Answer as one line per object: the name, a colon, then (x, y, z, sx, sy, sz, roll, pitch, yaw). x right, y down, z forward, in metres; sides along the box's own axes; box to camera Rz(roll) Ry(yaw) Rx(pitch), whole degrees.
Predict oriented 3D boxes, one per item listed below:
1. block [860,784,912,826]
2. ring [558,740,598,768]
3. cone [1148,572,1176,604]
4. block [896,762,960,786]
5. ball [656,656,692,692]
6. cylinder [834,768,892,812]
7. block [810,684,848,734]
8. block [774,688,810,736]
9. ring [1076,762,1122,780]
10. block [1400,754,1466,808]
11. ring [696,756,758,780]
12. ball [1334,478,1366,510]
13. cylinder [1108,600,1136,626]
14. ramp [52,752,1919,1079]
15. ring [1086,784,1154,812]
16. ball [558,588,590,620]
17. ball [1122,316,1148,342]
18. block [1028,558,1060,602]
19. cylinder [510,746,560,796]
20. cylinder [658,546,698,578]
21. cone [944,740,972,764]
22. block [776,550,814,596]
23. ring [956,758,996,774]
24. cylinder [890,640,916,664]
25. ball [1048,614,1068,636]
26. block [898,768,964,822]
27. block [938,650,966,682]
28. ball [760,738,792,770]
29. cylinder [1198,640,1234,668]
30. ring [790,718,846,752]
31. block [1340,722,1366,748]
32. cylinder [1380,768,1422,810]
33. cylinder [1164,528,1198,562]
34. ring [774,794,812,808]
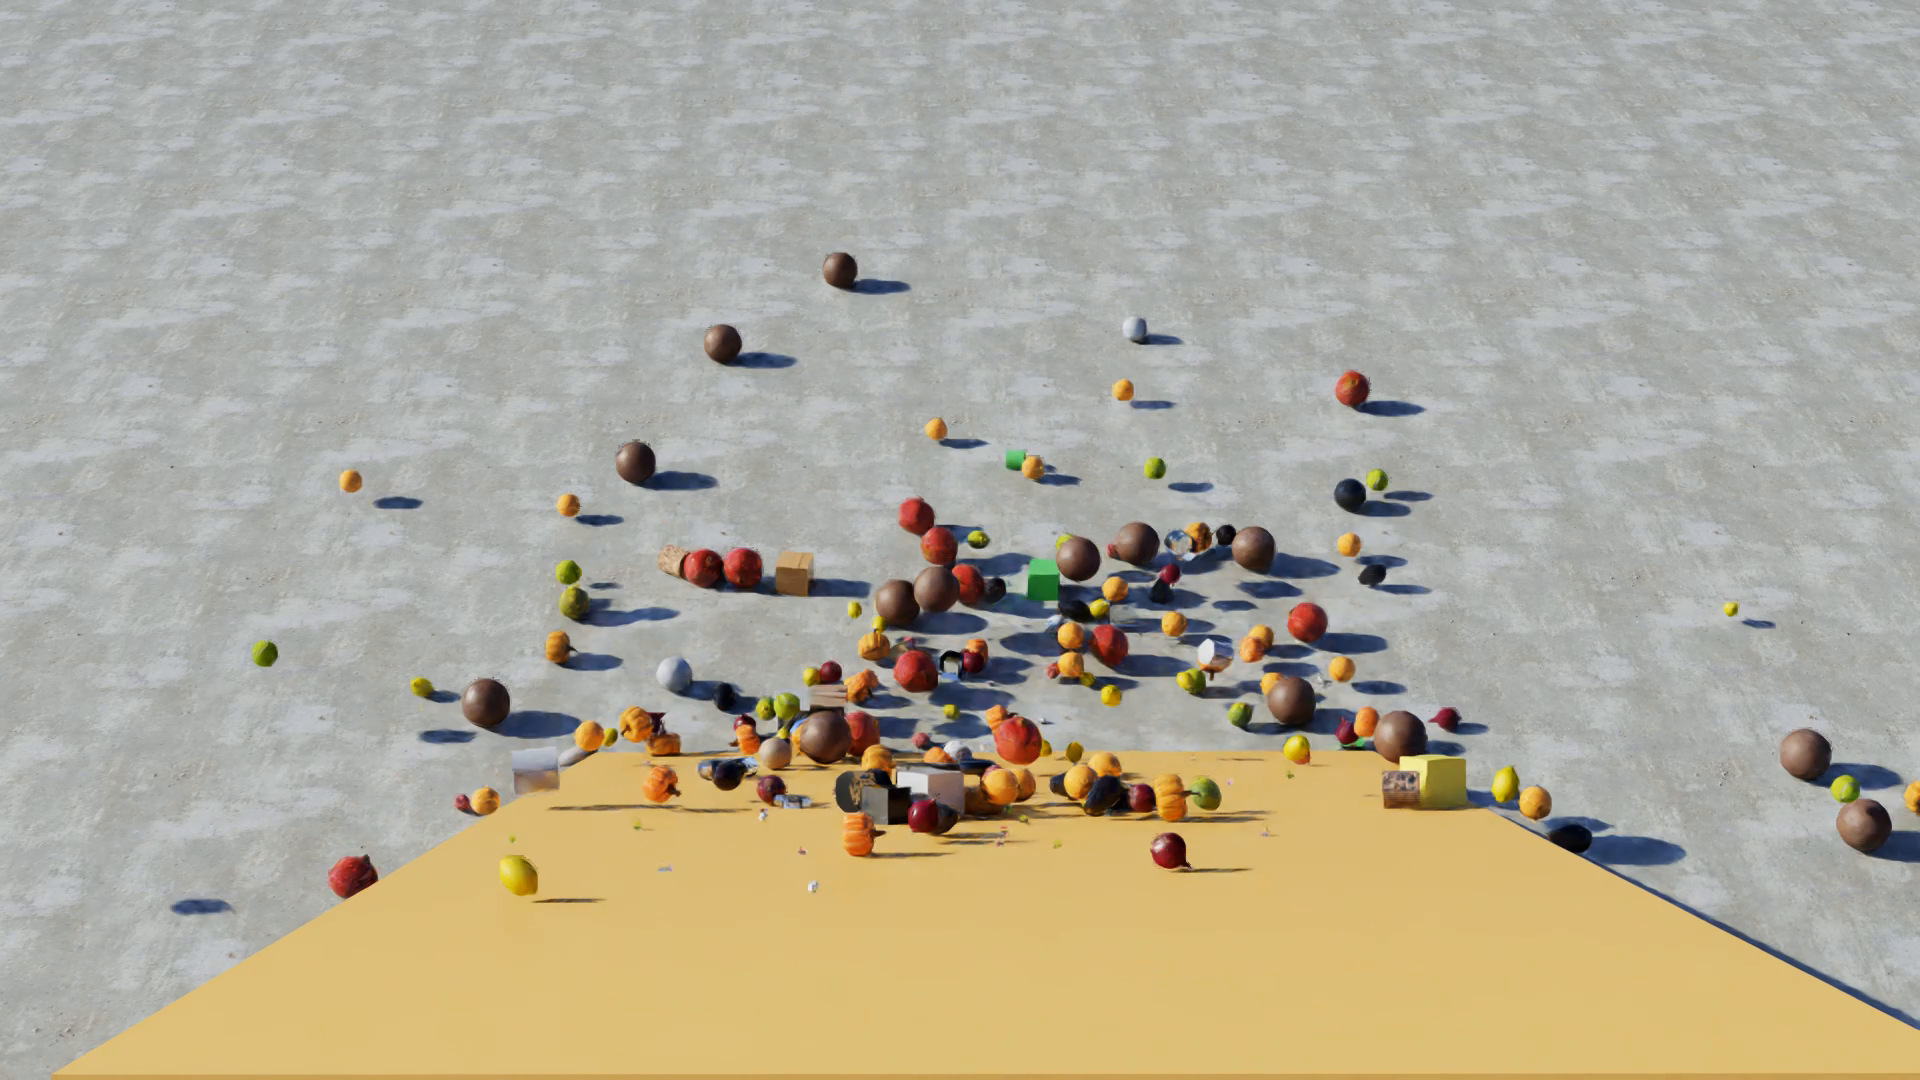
block: (-0.142, 0.511, 4.999, 0.069, 0.069, 0.069, 0, 0, 40)
ring: (-0.982, 0.550, 6.662, 0.112, 0.037, 0.112, -27, -4, -2)
cone: (0.583, 0.128, 7.469, 0.081, 0.081, 0.081, 1, 31, 0)
block: (-0.065, 0.499, 5.230, 0.092, 0.092, 0.092, 0, 0, 34)
ball: (-0.777, 0.366, 7.041, 0.096, 0.096, 0.096, 0, 30, 0)
cylinder: (-0.193, 0.504, 5.197, 0.083, 0.083, 0.083, 0, 23, -41)
block: (-0.348, 0.449, 6.886, 0.091, 0.091, 0.091, 1, 35, 2)
block: (-0.447, 0.457, 6.877, 0.086, 0.086, 0.086, -6, 42, -10)
ring: (0.316, 0.527, 5.915, 0.106, 0.035, 0.106, 0, 0, 0)
block: (0.976, 0.497, 5.337, 0.097, 0.097, 0.097, 0, 0, -24)
ring: (-0.531, 0.521, 5.916, 0.143, 0.048, 0.143, -4, -1, 0)
ball: (1.194, -0.140, 7.920, 0.099, 0.099, 0.099, 0, 30, 0)
cylinder: (0.461, 0.207, 7.335, 0.077, 0.077, 0.077, 1, 30, 3)
ramp: (0.067, 0.596, 4.652, 2.000, 0.100, 4.000, 0, 0, 0)
ring: (0.325, 0.523, 5.254, 0.139, 0.046, 0.139, -1, 1, 0)
ball: (-1.099, 0.181, 7.368, 0.091, 0.091, 0.091, 0, 30, 0)
ball: (0.606, -0.732, 8.967, 0.085, 0.085, 0.085, 0, 30, 0)
block: (0.244, 0.115, 7.487, 0.087, 0.087, 0.087, 4, 30, 6)
cylinder: (-0.861, 0.468, 5.245, 0.090, 0.090, 0.090, -5, 30, -10)
cylinder: (-0.828, 0.064, 7.579, 0.082, 0.082, 0.082, 17, 34, 33)
cone: (-0.021, 0.523, 6.074, 0.078, 0.078, 0.078, 14, 29, 23)
block: (-0.478, 0.098, 7.513, 0.092, 0.092, 0.092, 4, 30, 7)
ring: (0.038, 0.529, 6.037, 0.098, 0.033, 0.098, -1, 1, 0)
cylinder: (-0.159, 0.311, 7.161, 0.055, 0.055, 0.055, 10, 10, 17)
ball: (0.275, 0.240, 7.297, 0.059, 0.059, 0.059, 0, 30, 0)
block: (-0.058, 0.500, 5.067, 0.092, 0.092, 0.092, 0, 0, -42)
block: (-0.021, 0.346, 7.117, 0.056, 0.056, 0.056, 13, 32, 21)
ball: (-0.437, 0.506, 6.133, 0.078, 0.078, 0.078, 0, 30, 0)
cylinder: (0.637, 0.284, 6.438, 0.063, 0.063, 0.063, 13, 20, -32)
ring: (-0.372, 0.508, 6.749, 0.145, 0.048, 0.145, 3, 23, -1)
block: (1.031, 0.513, 6.794, 0.061, 0.061, 0.061, 5, -6, 8)
cylinder: (0.896, 0.506, 5.249, 0.073, 0.073, 0.073, -11, 28, 11)
cylinder: (0.639, 0.014, 7.465, 0.076, 0.076, 0.076, -10, 19, -16)
ring: (-0.341, 0.532, 5.270, 0.078, 0.026, 0.078, 3, -2, 0)
